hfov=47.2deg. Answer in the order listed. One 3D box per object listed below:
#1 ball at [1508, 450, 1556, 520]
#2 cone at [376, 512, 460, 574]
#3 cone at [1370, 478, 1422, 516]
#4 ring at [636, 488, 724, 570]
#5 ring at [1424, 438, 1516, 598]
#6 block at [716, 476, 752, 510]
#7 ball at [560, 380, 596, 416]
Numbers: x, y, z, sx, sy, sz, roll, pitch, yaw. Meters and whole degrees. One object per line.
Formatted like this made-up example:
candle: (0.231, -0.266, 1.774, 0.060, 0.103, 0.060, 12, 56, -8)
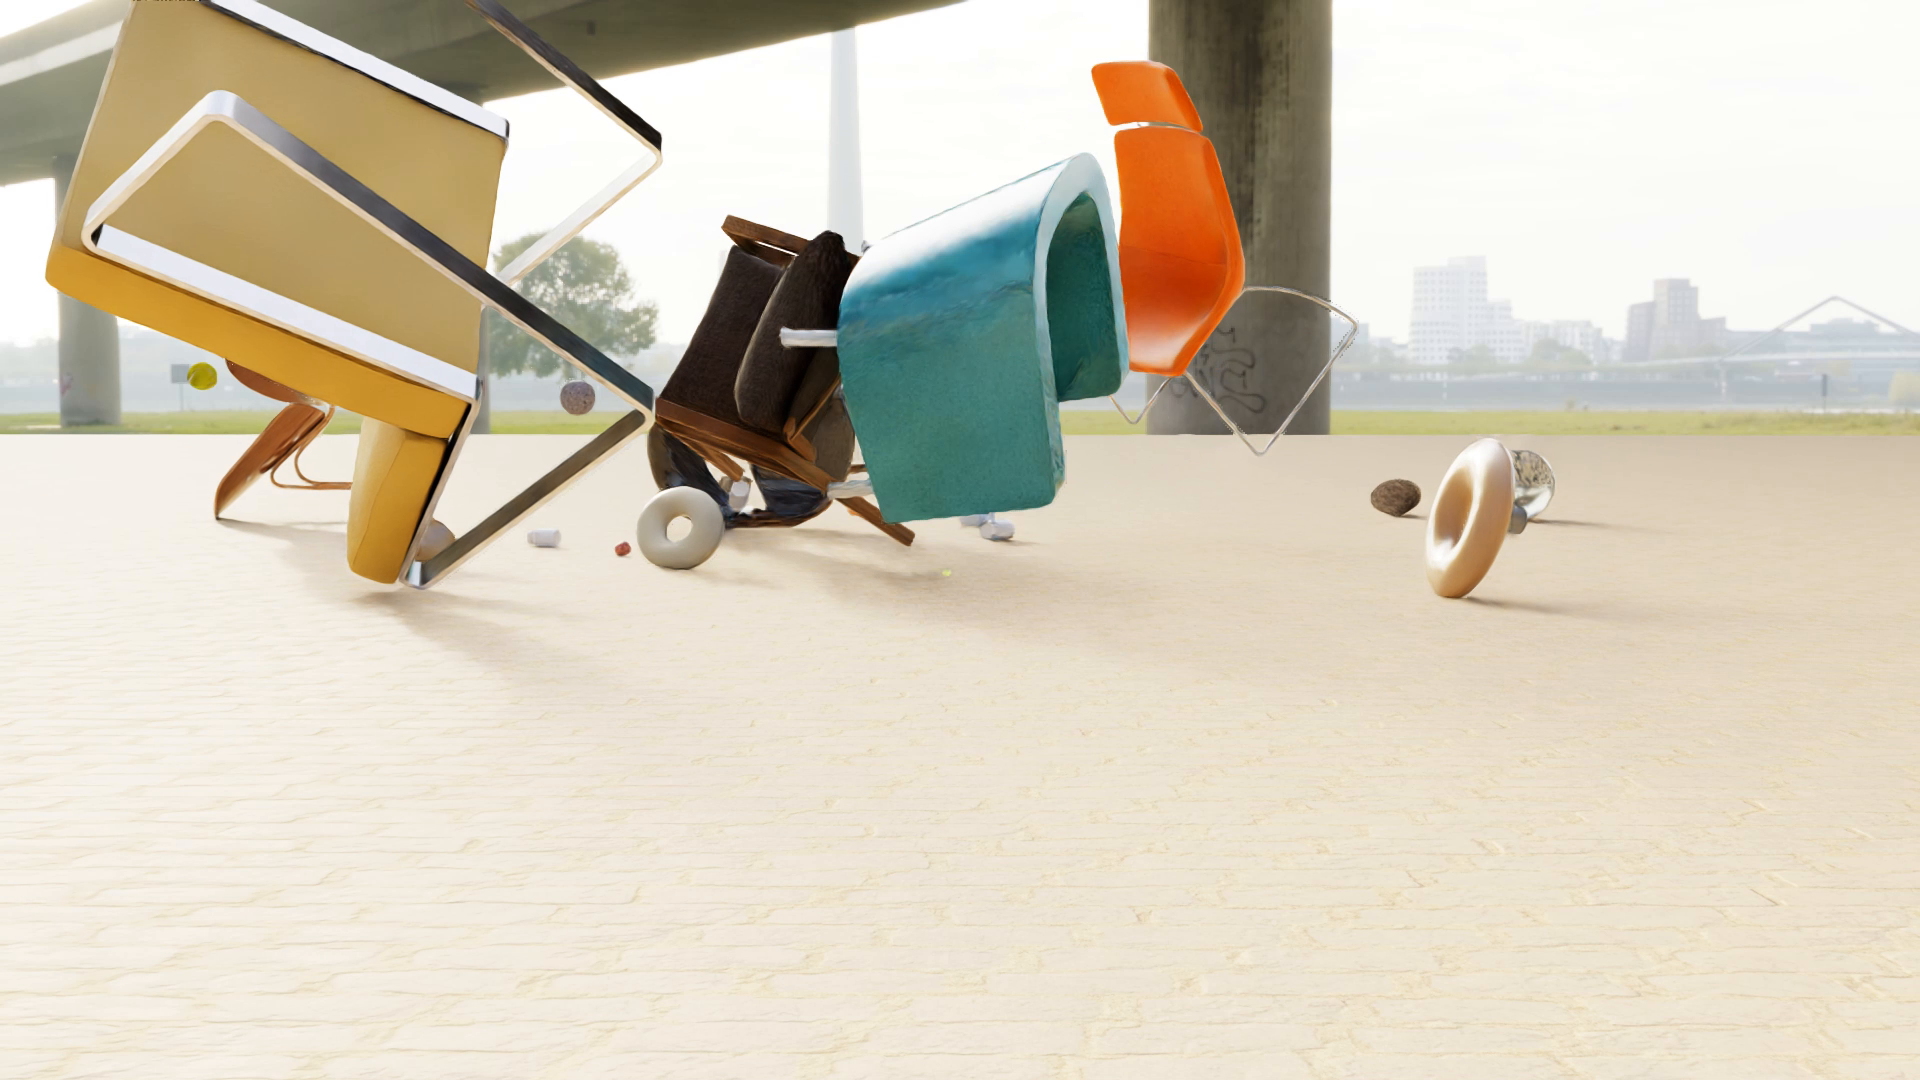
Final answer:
ball: (1.933, -0.192, 7.590, 0.240, 0.240, 0.240, 0, 4, 0)
cone: (-1.384, 0.040, 5.447, 0.204, 0.140, 0.215, 20, 29, 14)
cone: (1.549, -0.118, 7.785, 0.181, 0.094, 0.188, -9, -42, 12)
ring: (-0.713, -0.029, 5.585, 0.050, 0.225, 0.393, 37, -8, -37)
ring: (1.094, -0.045, 4.732, 0.075, 0.349, 0.407, 13, -19, -6)
block: (-0.836, -0.173, 8.127, 0.109, 0.119, 0.049, 2, -15, 29)
ball: (-1.463, -0.545, 8.418, 0.136, 0.136, 0.136, 0, 4, 0)
